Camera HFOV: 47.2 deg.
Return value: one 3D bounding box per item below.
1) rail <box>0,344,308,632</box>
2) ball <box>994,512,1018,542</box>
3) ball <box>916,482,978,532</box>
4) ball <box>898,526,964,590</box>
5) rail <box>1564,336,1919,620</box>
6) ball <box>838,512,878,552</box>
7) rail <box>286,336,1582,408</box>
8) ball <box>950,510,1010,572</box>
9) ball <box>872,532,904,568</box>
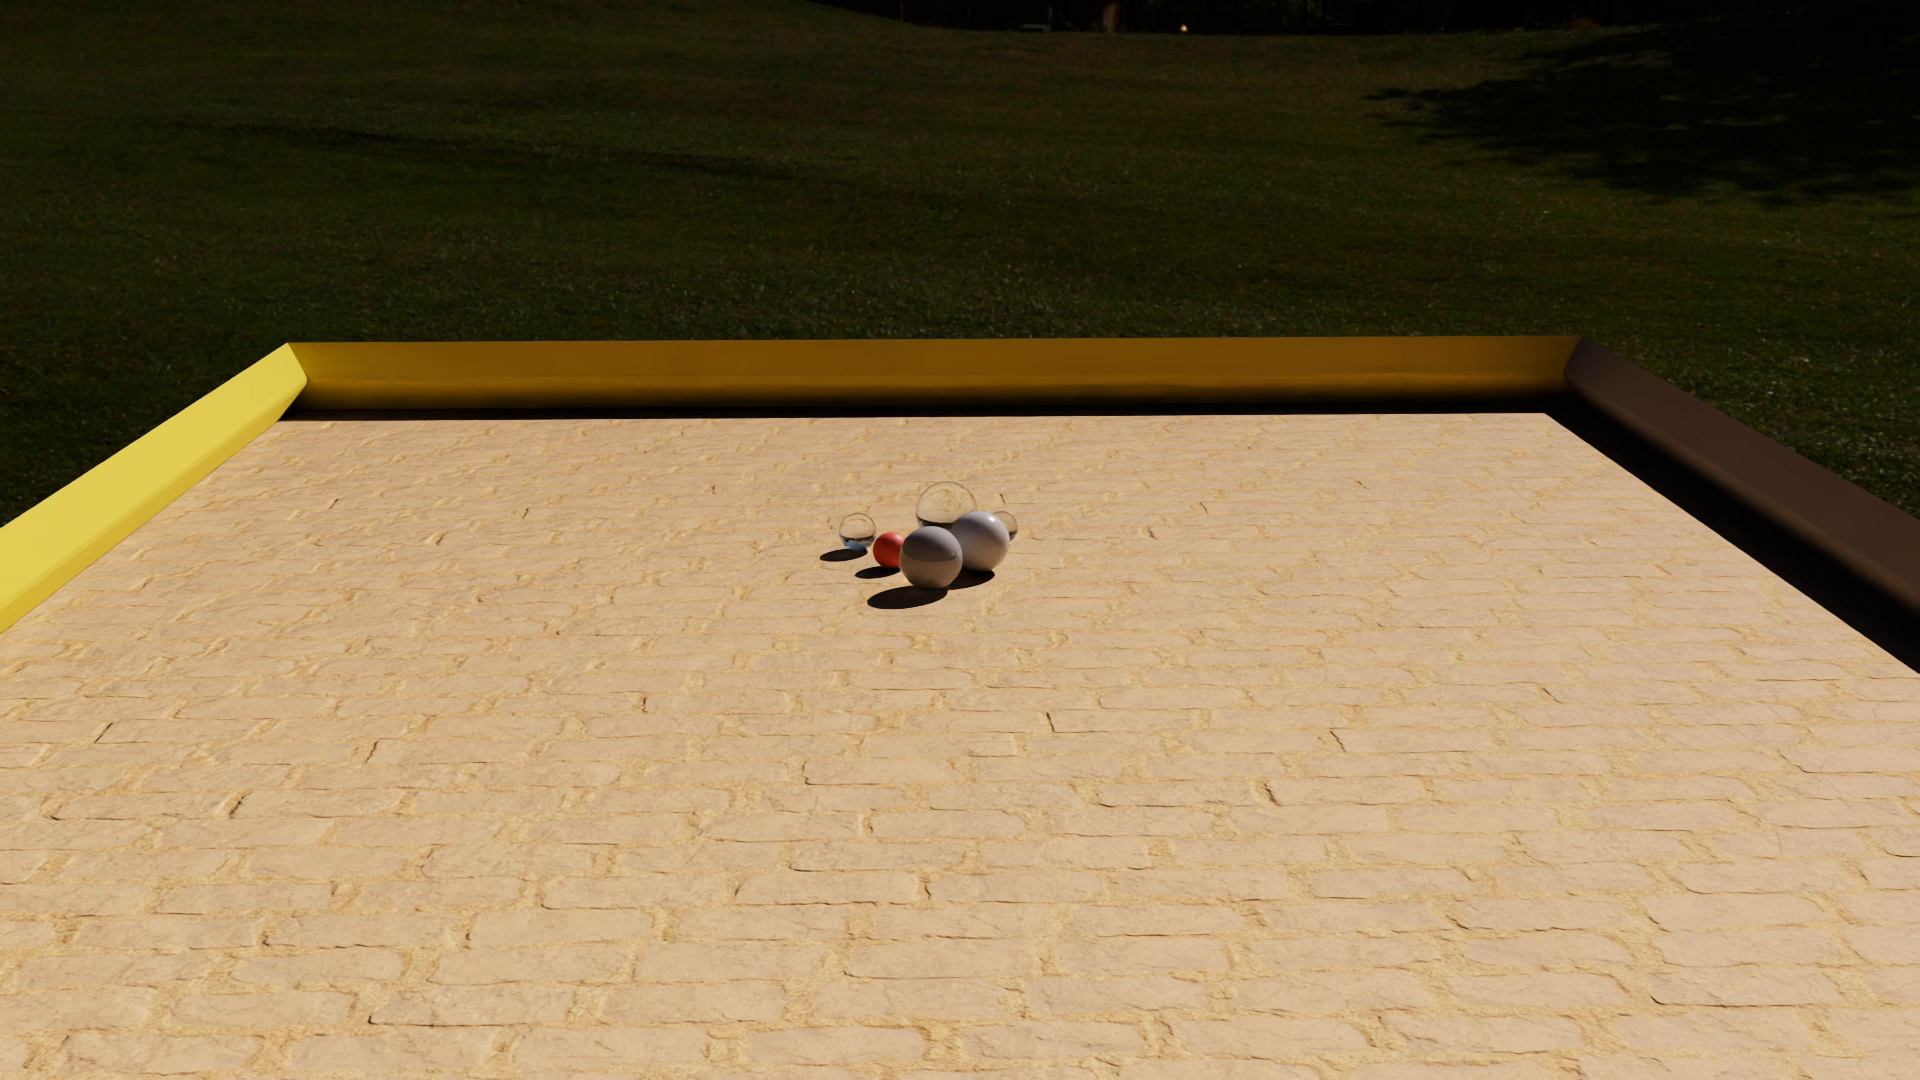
[{"bbox_3d":[-1.112,0.260,1.865,0.045,0.120,4.317,0,15,-2],"label":"rail"},{"bbox_3d":[0.058,-0.017,3.055,0.046,0.046,0.046,0,15,0],"label":"ball"},{"bbox_3d":[-0.018,-0.038,3.054,0.087,0.087,0.087,0,15,0],"label":"ball"},{"bbox_3d":[-0.038,0.023,2.831,0.083,0.083,0.083,0,15,0],"label":"ball"},{"bbox_3d":[1.182,0.241,1.937,0.045,0.120,4.317,0,15,-2],"label":"rail"},{"bbox_3d":[-0.140,-0.011,3.019,0.053,0.053,0.053,0,15,0],"label":"ball"},{"bbox_3d":[-0.034,-0.298,3.963,2.342,0.120,0.045,0,15,-2],"label":"rail"},{"bbox_3d":[0.025,0.002,2.913,0.082,0.082,0.082,0,15,0],"label":"ball"},{"bbox_3d":[-0.092,0.014,2.933,0.049,0.049,0.049,0,15,0],"label":"ball"}]
